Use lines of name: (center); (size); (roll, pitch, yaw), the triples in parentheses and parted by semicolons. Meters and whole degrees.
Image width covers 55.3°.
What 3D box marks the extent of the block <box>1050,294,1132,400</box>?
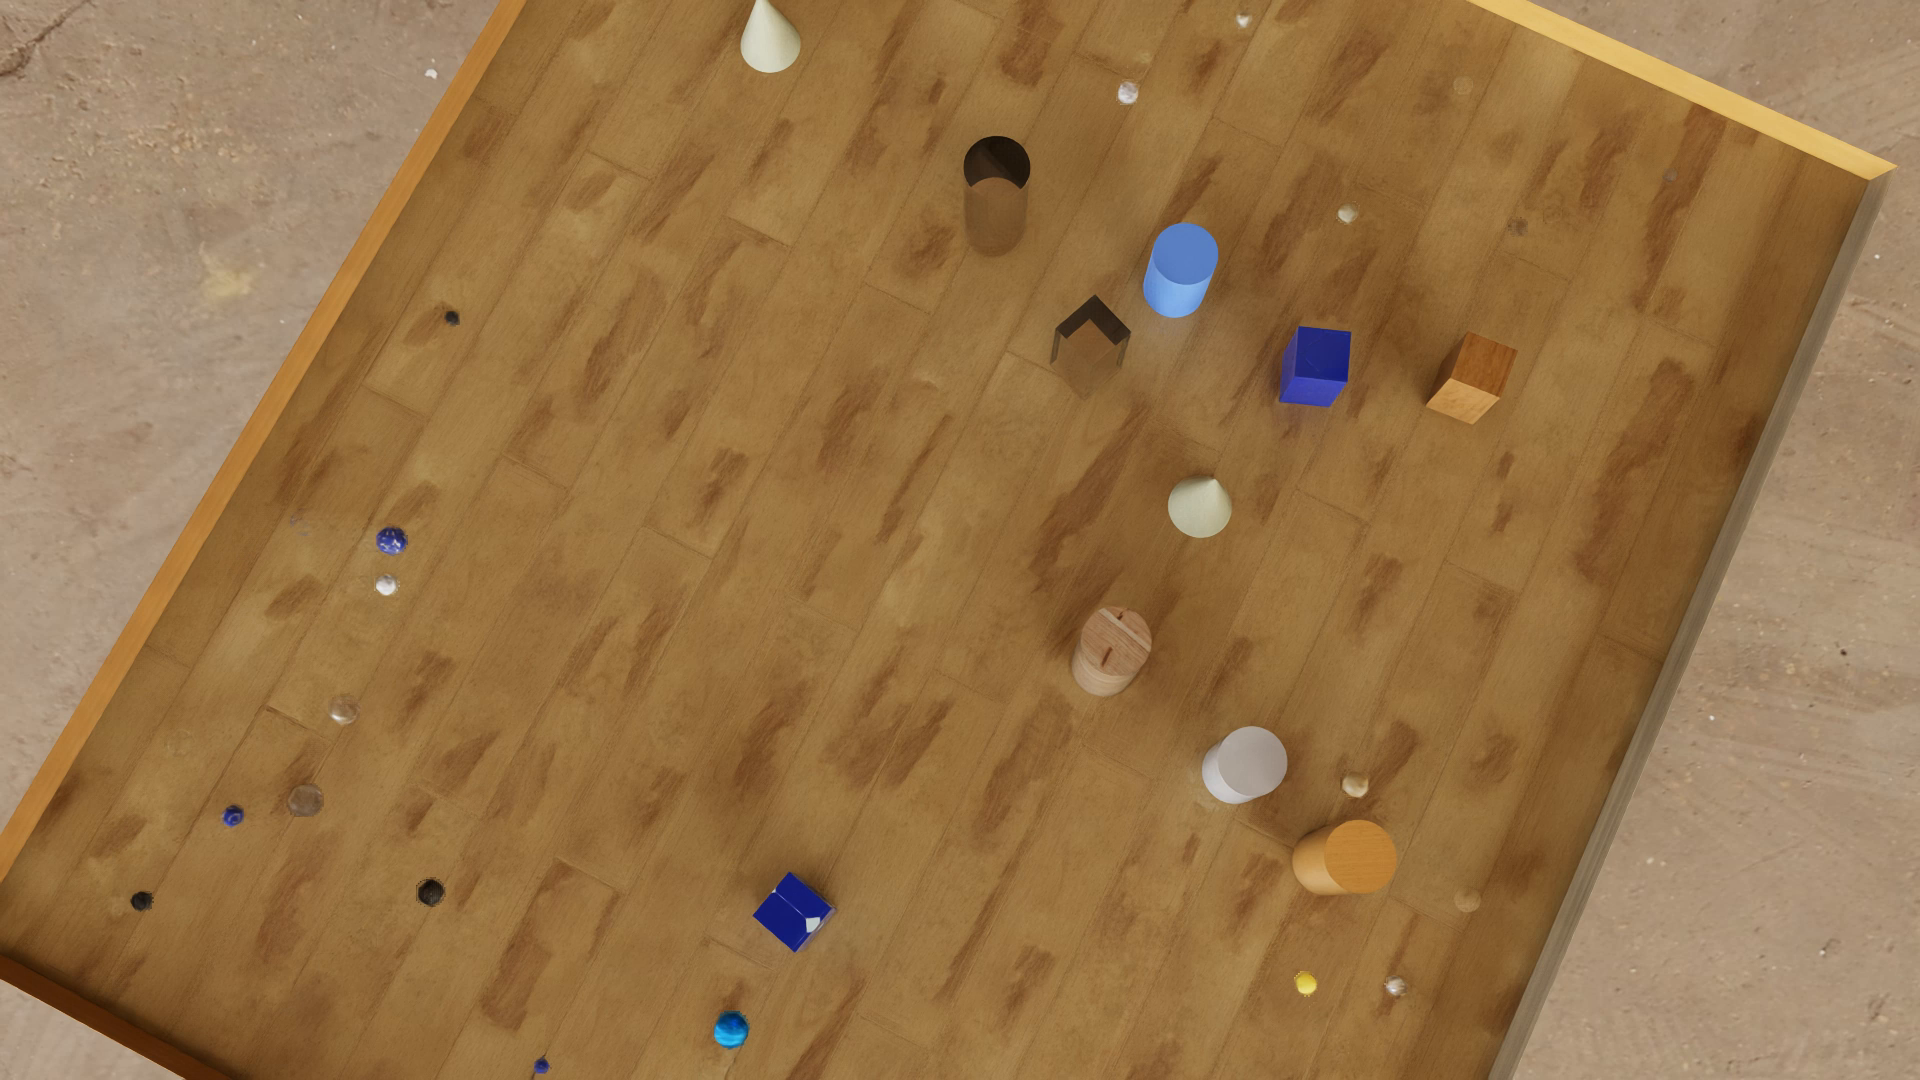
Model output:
block: (0.391, -0.578, 5.548); (0.157, 0.369, 0.157); (-41, 81, -8)

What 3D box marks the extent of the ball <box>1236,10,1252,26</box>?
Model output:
ball: (0.921, -1.691, 5.940); (0.052, 0.052, 0.052); (0, 78, 0)

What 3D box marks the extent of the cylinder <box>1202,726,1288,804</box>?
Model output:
cylinder: (0.820, 0.655, 5.307); (0.196, 0.341, 0.196); (0, 78, 0)

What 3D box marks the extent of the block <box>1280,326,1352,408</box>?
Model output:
block: (1.080, -0.526, 5.586); (0.157, 0.272, 0.157); (6, 78, 1)

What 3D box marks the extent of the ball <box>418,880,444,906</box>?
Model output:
ball: (-1.549, 1.032, 5.366); (0.073, 0.073, 0.073); (0, 78, 0)

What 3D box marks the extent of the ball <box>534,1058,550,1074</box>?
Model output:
ball: (-1.206, 1.516, 5.280); (0.045, 0.045, 0.045); (0, 78, 0)

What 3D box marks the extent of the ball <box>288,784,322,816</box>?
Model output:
ball: (-1.932, 0.769, 5.409); (0.094, 0.094, 0.094); (0, 78, 0)

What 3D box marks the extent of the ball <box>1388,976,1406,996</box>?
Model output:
ball: (1.269, 1.297, 5.320); (0.056, 0.056, 0.056); (0, 78, 0)

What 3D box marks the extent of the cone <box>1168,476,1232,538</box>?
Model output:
cone: (0.739, -0.140, 5.463); (0.196, 0.358, 0.196); (0, 78, 0)

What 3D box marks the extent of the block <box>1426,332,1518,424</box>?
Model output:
block: (1.550, -0.489, 5.564); (0.157, 0.301, 0.157); (22, 79, 4)

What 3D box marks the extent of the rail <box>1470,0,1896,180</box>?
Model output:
rail: (1.051, -2.052, 5.975); (4.188, 0.128, 0.045); (26, 80, 5)

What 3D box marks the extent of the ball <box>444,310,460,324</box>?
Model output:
ball: (-1.591, -0.696, 5.738); (0.044, 0.044, 0.044); (0, 78, 0)

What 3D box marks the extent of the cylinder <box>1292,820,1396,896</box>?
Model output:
cylinder: (1.081, 0.903, 5.183); (0.196, 0.482, 0.196); (0, 78, 0)

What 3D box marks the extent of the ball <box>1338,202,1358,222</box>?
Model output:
ball: (1.229, -1.035, 5.799); (0.062, 0.062, 0.062); (0, 78, 0)

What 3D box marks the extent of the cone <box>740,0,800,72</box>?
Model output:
cone: (-0.615, -1.644, 5.782); (0.196, 0.342, 0.196); (0, 78, 0)

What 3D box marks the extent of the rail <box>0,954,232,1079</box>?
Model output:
rail: (-1.051, 2.066, 5.123); (4.188, 0.128, 0.045); (26, 80, 5)

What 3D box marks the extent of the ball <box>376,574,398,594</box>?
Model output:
ball: (-1.738, 0.134, 5.557); (0.062, 0.062, 0.062); (0, 78, 0)

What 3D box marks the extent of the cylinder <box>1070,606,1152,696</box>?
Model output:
cylinder: (0.433, 0.328, 5.307); (0.196, 0.474, 0.196); (0, 78, 0)

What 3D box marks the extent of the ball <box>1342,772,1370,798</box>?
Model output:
ball: (1.173, 0.724, 5.427); (0.077, 0.077, 0.077); (0, 78, 0)

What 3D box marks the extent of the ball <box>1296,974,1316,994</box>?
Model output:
ball: (1.006, 1.289, 5.320); (0.058, 0.058, 0.058); (0, 78, 0)

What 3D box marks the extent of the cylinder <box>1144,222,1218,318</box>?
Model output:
cylinder: (0.675, -0.826, 5.632); (0.196, 0.304, 0.196); (0, 78, 0)

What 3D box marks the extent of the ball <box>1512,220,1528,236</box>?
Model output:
ball: (1.769, -0.987, 5.796); (0.048, 0.048, 0.048); (0, 78, 0)

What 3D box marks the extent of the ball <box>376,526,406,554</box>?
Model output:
ball: (-1.731, 0.000, 5.572); (0.088, 0.088, 0.088); (0, 78, 0)

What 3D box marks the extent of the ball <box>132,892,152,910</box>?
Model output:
ball: (-2.399, 1.059, 5.370); (0.055, 0.055, 0.055); (0, 78, 0)

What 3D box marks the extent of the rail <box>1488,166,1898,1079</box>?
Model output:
rail: (1.852, 0.913, 5.361); (0.045, 0.128, 4.750); (26, 80, 5)

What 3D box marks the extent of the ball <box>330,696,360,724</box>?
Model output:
ball: (-1.837, 0.508, 5.468); (0.085, 0.085, 0.085); (0, 78, 0)

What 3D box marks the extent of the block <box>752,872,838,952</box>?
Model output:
block: (-0.469, 1.068, 5.256); (0.157, 0.274, 0.157); (39, 81, 7)

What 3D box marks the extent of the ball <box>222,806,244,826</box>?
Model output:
ball: (-2.151, 0.816, 5.417); (0.061, 0.061, 0.061); (0, 78, 0)

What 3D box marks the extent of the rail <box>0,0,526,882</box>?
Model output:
rail: (-1.852, -0.900, 5.737); (0.045, 0.128, 4.750); (26, 80, 5)

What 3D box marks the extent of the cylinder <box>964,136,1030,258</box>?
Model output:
cylinder: (0.108, -1.040, 5.586); (0.196, 0.481, 0.196); (0, 78, 0)

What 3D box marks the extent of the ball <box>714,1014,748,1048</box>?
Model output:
ball: (-0.659, 1.413, 5.274); (0.098, 0.098, 0.098); (0, 78, 0)

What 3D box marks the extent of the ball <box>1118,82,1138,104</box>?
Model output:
ball: (0.539, -1.435, 5.879); (0.069, 0.069, 0.069); (0, 78, 0)
